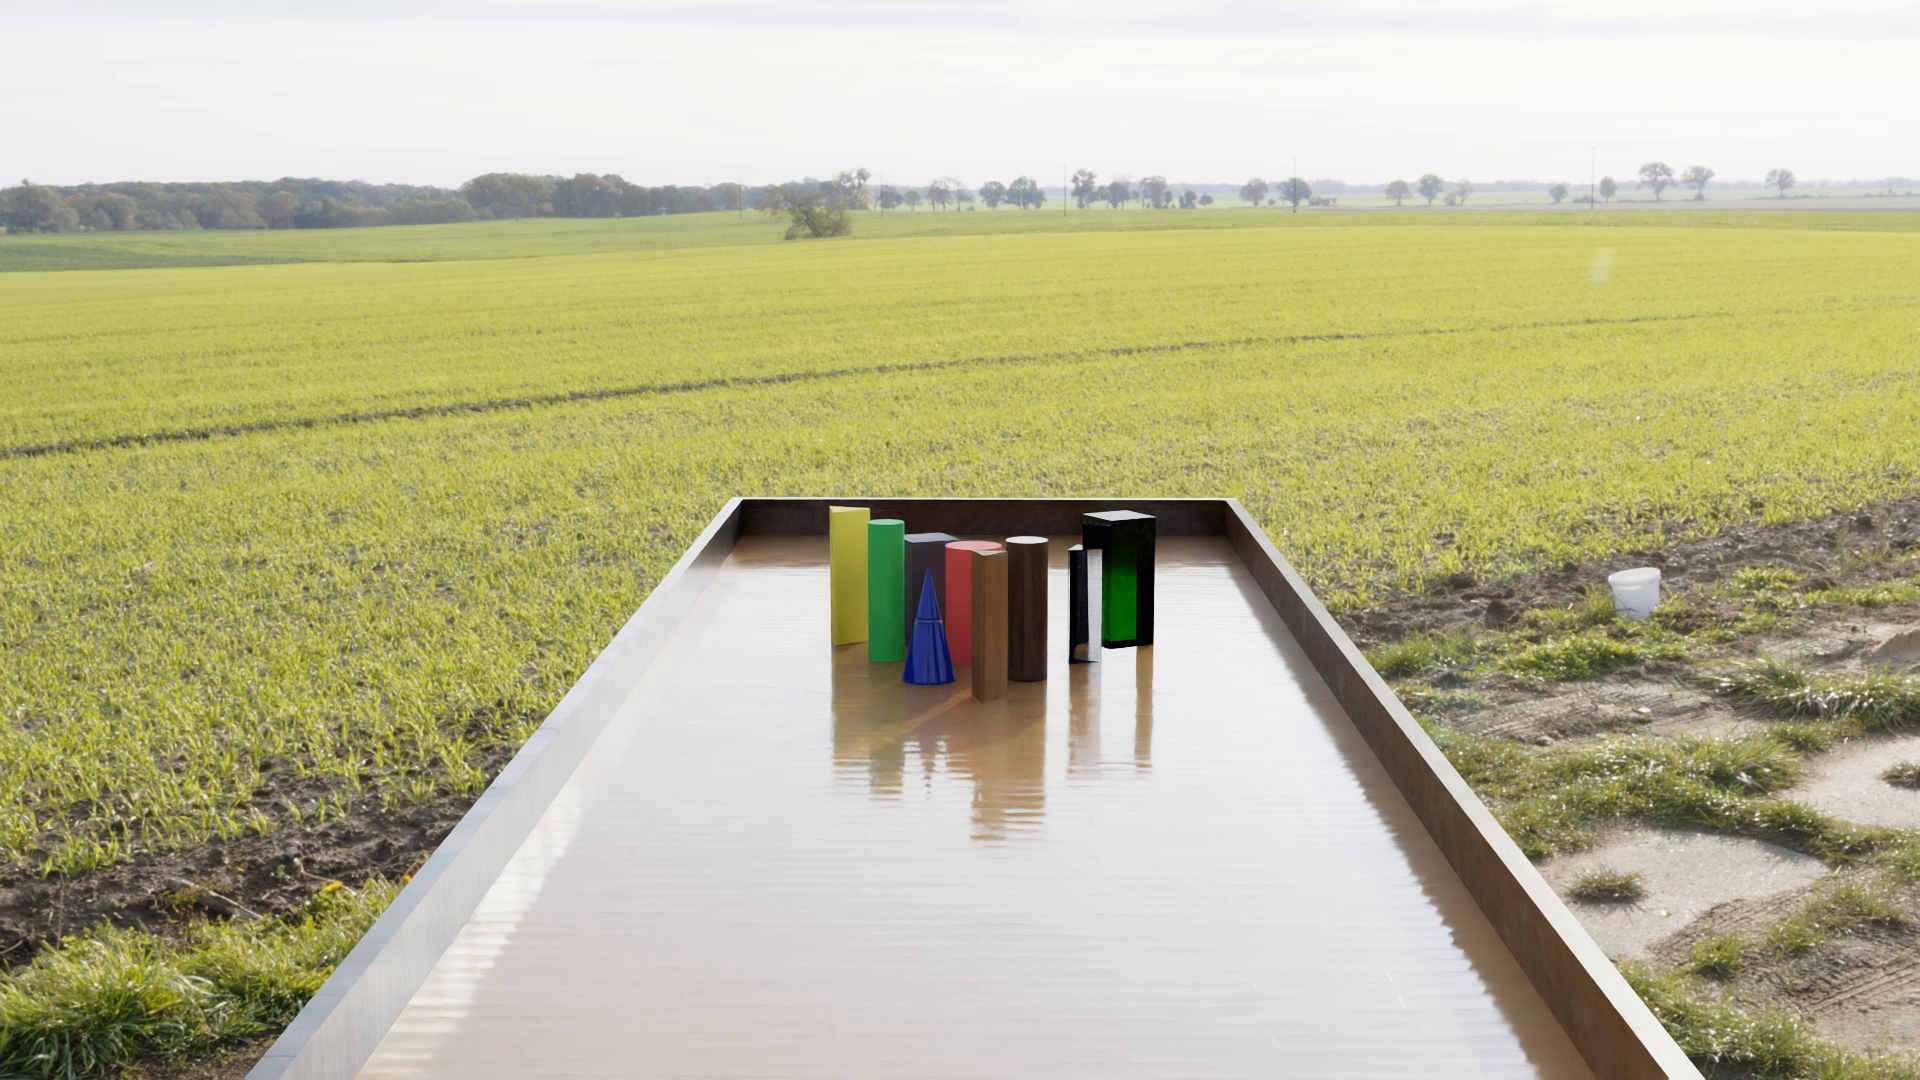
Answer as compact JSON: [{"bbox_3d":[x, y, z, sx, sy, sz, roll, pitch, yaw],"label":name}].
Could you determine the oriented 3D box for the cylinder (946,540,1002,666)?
[{"bbox_3d":[0.041,0.190,6.687,0.171,0.352,0.171,0,9,0],"label":"cylinder"}]

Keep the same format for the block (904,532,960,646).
[{"bbox_3d":[-0.103,0.159,6.929,0.159,0.338,0.159,-4,10,-22],"label":"block"}]

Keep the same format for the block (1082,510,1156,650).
[{"bbox_3d":[0.499,0.123,6.933,0.165,0.406,0.165,-5,10,-29],"label":"block"}]

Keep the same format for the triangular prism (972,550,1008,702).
[{"bbox_3d":[0.068,0.238,6.175,0.087,0.416,0.101,8,12,40],"label":"triangular prism"}]

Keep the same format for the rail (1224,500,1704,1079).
[{"bbox_3d":[1.046,0.843,3.208,0.050,0.150,12.000,0,9,1],"label":"rail"}]

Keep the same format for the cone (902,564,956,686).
[{"bbox_3d":[-0.092,0.237,6.405,0.160,0.348,0.160,0,9,0],"label":"cone"}]

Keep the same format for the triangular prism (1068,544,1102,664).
[{"bbox_3d":[0.368,0.193,6.676,0.105,0.349,0.091,-2,9,-13],"label":"triangular prism"}]

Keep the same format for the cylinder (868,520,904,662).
[{"bbox_3d":[-0.224,0.154,6.692,0.111,0.422,0.111,0,9,0],"label":"cylinder"}]

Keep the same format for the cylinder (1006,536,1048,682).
[{"bbox_3d":[0.195,0.202,6.426,0.124,0.410,0.124,0,9,0],"label":"cylinder"}]

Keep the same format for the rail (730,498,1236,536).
[{"bbox_3d":[0.099,-0.098,9.147,2.100,0.150,0.050,0,9,1],"label":"rail"}]

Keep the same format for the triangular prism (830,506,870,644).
[{"bbox_3d":[-0.375,0.108,6.977,0.138,0.422,0.120,-7,11,-38],"label":"triangular prism"}]

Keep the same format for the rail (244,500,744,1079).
[{"bbox_3d":[-1.004,0.839,3.234,0.050,0.150,12.000,0,9,1],"label":"rail"}]
